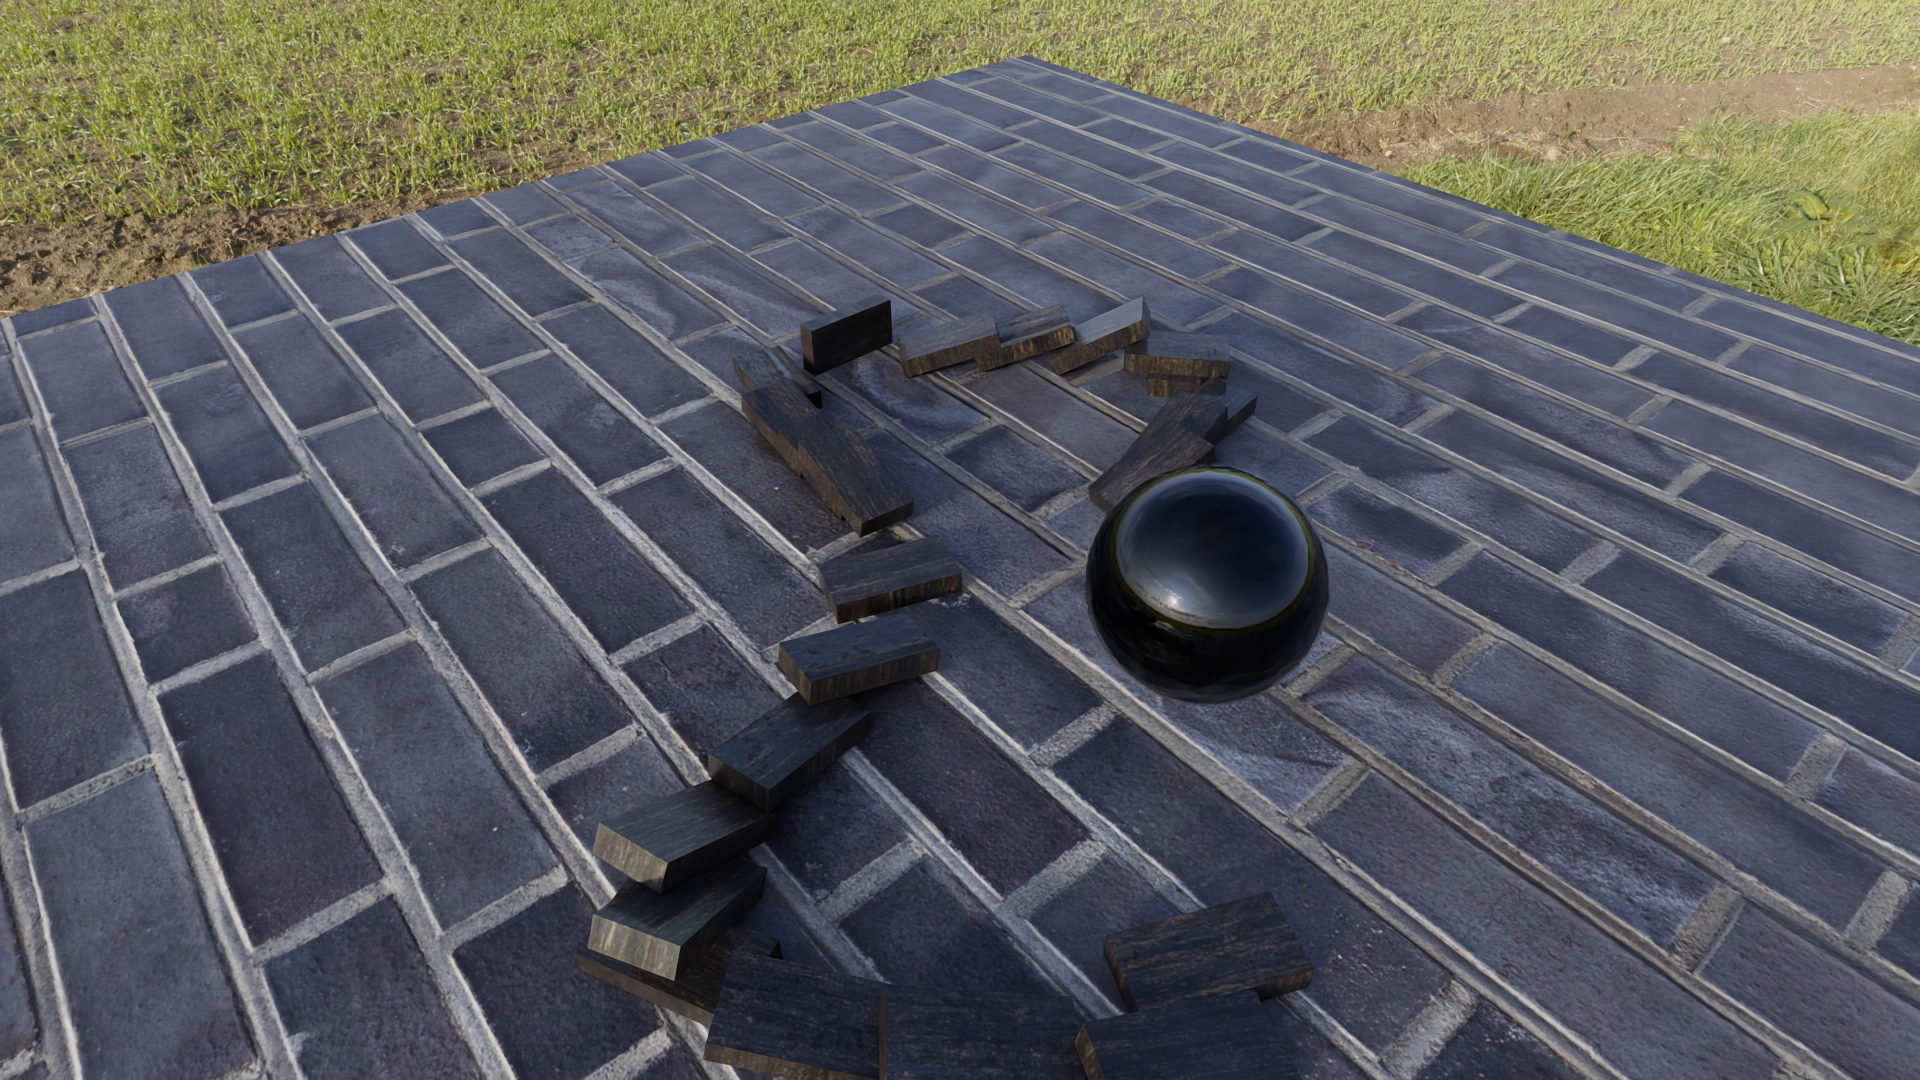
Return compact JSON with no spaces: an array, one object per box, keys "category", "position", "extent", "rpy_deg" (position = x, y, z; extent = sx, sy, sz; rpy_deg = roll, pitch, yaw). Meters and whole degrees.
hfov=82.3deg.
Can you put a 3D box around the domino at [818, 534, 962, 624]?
[{"category":"domino","position":[-0.027,0.015,0.425],"extent":[0.050,0.009,0.025],"rpy_deg":[-14,41,-17]}]

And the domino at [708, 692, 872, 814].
[{"category":"domino","position":[-0.054,0.066,0.355],"extent":[0.025,0.010,0.050],"rpy_deg":[23,33,26]}]

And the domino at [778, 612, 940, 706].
[{"category":"domino","position":[-0.035,0.041,0.384],"extent":[0.050,0.009,0.025],"rpy_deg":[-12,34,-31]}]

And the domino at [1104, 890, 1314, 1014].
[{"category":"domino","position":[0.068,0.116,0.302],"extent":[0.050,0.009,0.025],"rpy_deg":[-10,40,-13]}]

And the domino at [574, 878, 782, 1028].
[{"category":"domino","position":[-0.078,0.115,0.304],"extent":[0.050,0.010,0.025],"rpy_deg":[15,42,18]}]

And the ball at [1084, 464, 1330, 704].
[{"category":"ball","position":[0.082,0.015,0.370],"extent":[0.080,0.080,0.080],"rpy_deg":[0,39,0]}]

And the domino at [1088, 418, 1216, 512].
[{"category":"domino","position":[0.081,-0.028,0.465],"extent":[0.050,0.010,0.025],"rpy_deg":[-39,55,-16]}]

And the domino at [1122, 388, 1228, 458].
[{"category":"domino","position":[0.095,-0.044,0.486],"extent":[0.025,0.010,0.050],"rpy_deg":[27,62,29]}]

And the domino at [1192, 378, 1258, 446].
[{"category":"domino","position":[0.115,-0.058,0.514],"extent":[0.025,0.010,0.050],"rpy_deg":[28,47,30]}]

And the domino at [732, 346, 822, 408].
[{"category":"domino","position":[-0.090,-0.077,0.537],"extent":[0.025,0.010,0.050],"rpy_deg":[-20,43,-23]}]

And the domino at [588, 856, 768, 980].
[{"category":"domino","position":[-0.075,0.100,0.300],"extent":[0.025,0.010,0.050],"rpy_deg":[14,9,14]}]

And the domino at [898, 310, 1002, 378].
[{"category":"domino","position":[-0.005,-0.099,0.554],"extent":[0.050,0.009,0.025],"rpy_deg":[-15,39,6]}]

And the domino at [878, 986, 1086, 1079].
[{"category":"domino","position":[0.005,0.128,0.278],"extent":[0.050,0.010,0.025],"rpy_deg":[8,38,-11]}]

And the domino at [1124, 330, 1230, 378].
[{"category":"domino","position":[0.106,-0.092,0.540],"extent":[0.050,0.010,0.025],"rpy_deg":[5,40,6]}]

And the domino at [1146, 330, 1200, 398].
[{"category":"domino","position":[0.107,-0.089,0.551],"extent":[0.025,0.009,0.050],"rpy_deg":[6,40,7]}]

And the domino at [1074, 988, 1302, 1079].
[{"category":"domino","position":[0.057,0.131,0.276],"extent":[0.050,0.009,0.025],"rpy_deg":[-2,38,-20]}]

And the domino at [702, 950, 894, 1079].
[{"category":"domino","position":[-0.038,0.124,0.283],"extent":[0.050,0.010,0.025],"rpy_deg":[14,40,-4]}]

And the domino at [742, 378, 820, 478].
[{"category":"domino","position":[-0.075,-0.052,0.498],"extent":[0.025,0.010,0.050],"rpy_deg":[-27,59,-29]}]

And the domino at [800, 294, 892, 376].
[{"category":"domino","position":[-0.057,-0.105,0.559],"extent":[0.050,0.025,0.010],"rpy_deg":[-30,48,-31]}]

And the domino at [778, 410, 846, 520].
[{"category":"domino","position":[-0.054,-0.033,0.474],"extent":[0.025,0.010,0.050],"rpy_deg":[-27,61,-29]}]

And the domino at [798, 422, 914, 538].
[{"category":"domino","position":[-0.044,-0.026,0.458],"extent":[0.025,0.010,0.050],"rpy_deg":[-25,60,-28]}]

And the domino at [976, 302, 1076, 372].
[{"category":"domino","position":[0.032,-0.103,0.557],"extent":[0.050,0.009,0.025],"rpy_deg":[-16,39,9]}]

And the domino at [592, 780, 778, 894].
[{"category":"domino","position":[-0.079,0.085,0.320],"extent":[0.025,0.009,0.050],"rpy_deg":[21,12,24]}]

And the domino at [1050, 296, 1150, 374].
[{"category":"domino","position":[0.070,-0.102,0.549],"extent":[0.050,0.009,0.025],"rpy_deg":[-21,33,25]}]
